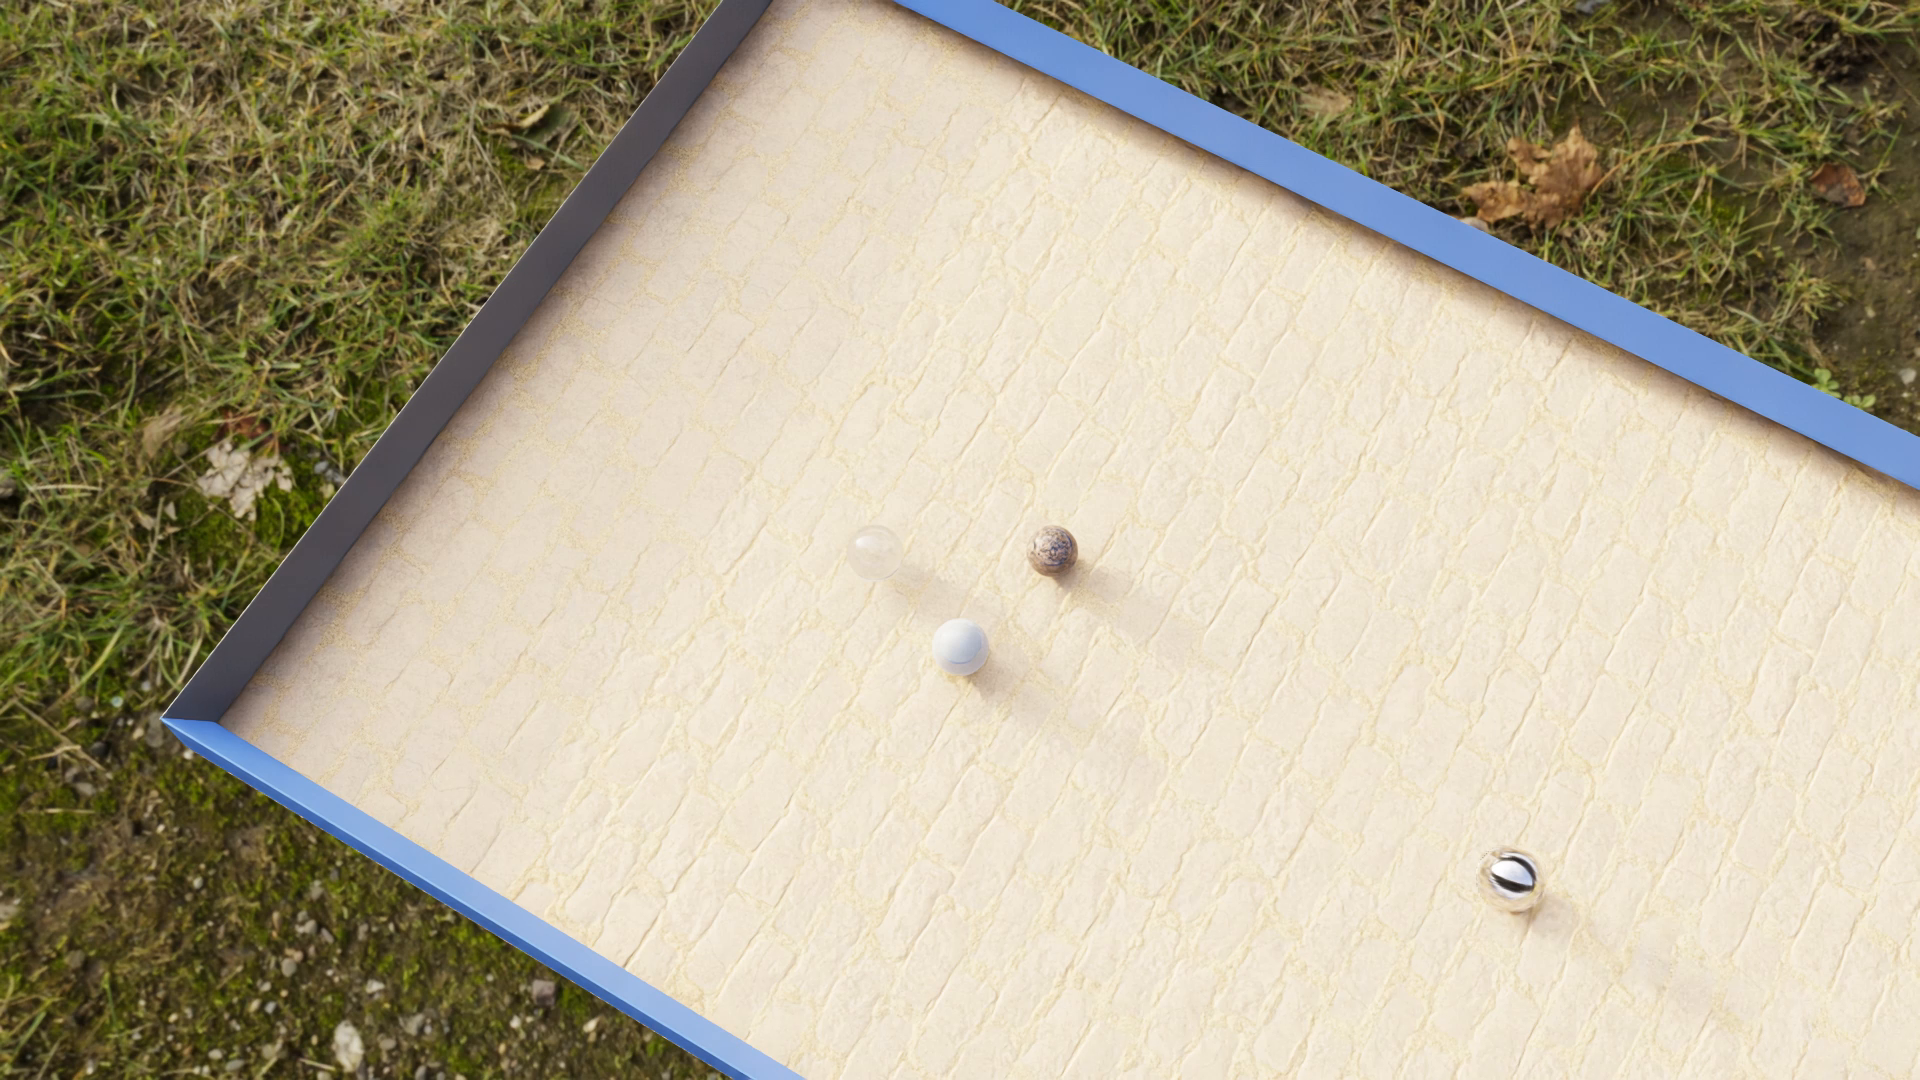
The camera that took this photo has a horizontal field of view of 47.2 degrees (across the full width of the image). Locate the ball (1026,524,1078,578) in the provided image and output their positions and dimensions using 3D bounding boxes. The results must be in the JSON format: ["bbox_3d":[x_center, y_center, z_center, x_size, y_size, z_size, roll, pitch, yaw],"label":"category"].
[{"bbox_3d":[0.148,0.018,3.541,0.085,0.085,0.085,0,65,0],"label":"ball"}]

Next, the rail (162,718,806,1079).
[{"bbox_3d":[0.311,1.084,3.027,3.505,0.128,0.045,28,68,12],"label":"rail"}]

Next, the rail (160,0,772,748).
[{"bbox_3d":[-0.736,-0.401,3.708,0.045,0.128,1.807,28,68,12],"label":"rail"}]

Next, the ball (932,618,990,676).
[{"bbox_3d":[0.001,0.169,3.468,0.091,0.091,0.091,0,65,0],"label":"ball"}]

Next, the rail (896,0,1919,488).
[{"bbox_3d":[1.201,-0.295,3.660,3.505,0.128,0.045,28,68,12],"label":"rail"}]

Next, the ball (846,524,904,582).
[{"bbox_3d":[-0.137,0.021,3.536,0.092,0.092,0.092,0,65,0],"label":"ball"}]

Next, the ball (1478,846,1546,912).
[{"bbox_3d":[0.830,0.510,3.308,0.098,0.098,0.098,0,65,0],"label":"ball"}]
